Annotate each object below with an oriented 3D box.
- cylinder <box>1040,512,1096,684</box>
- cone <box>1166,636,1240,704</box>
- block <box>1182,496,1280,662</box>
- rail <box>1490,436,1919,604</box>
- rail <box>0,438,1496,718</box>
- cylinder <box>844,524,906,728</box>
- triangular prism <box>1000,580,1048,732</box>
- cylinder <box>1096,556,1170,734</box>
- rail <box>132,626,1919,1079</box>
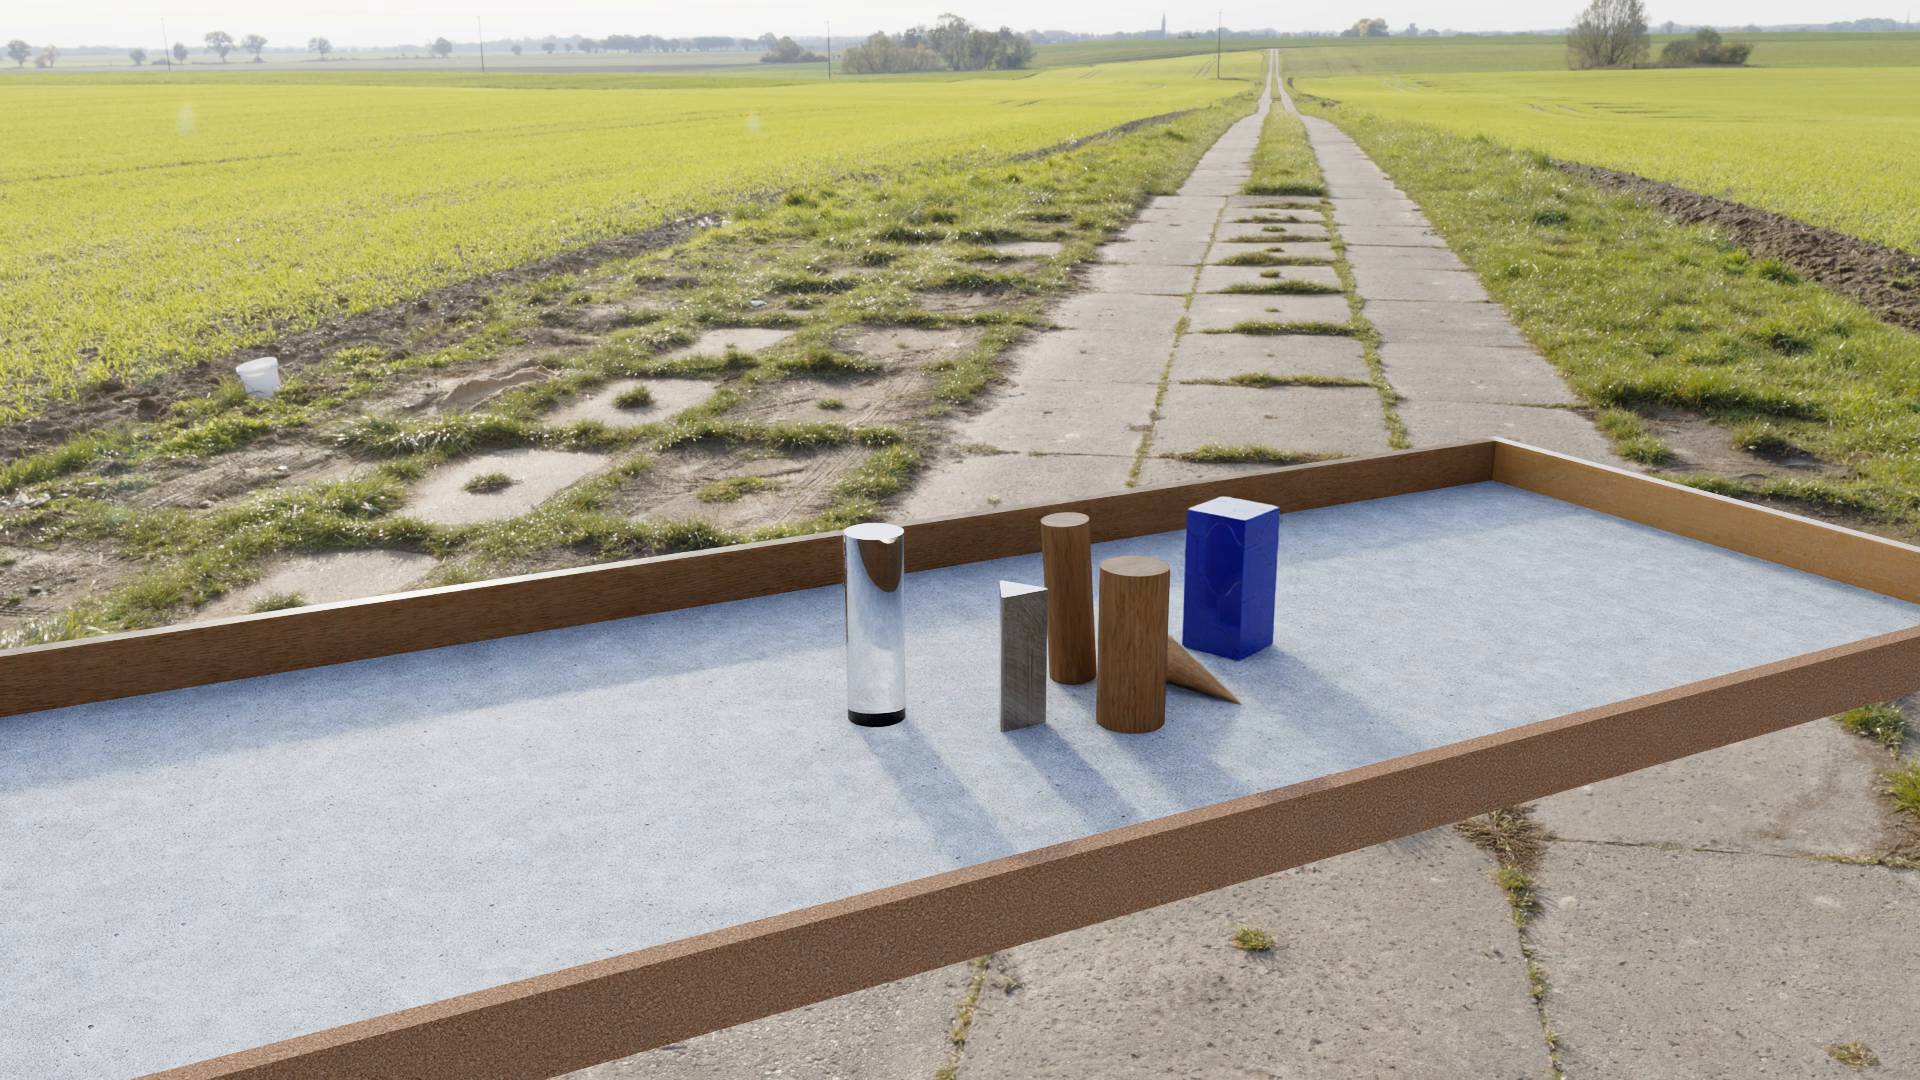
[{"bbox_3d":[0.272,0.146,4.112,0.120,0.413,0.120,-4,18,1],"label":"cylinder"},{"bbox_3d":[0.563,0.330,4.096,0.349,0.154,0.154,30,31,36],"label":"cone"},{"bbox_3d":[0.713,0.099,4.346,0.174,0.379,0.174,13,21,38],"label":"block"},{"bbox_3d":[2.466,-0.048,5.253,0.050,0.150,2.100,-9,18,-27],"label":"rail"},{"bbox_3d":[-3.305,0.497,3.399,12.000,0.150,0.050,-9,18,-27],"label":"rail"},{"bbox_3d":[-0.199,0.199,3.865,0.138,0.458,0.138,0,16,0],"label":"cylinder"},{"bbox_3d":[0.123,0.267,3.861,0.123,0.330,0.106,-10,19,-29],"label":"triangular prism"},{"bbox_3d":[0.403,0.243,3.848,0.162,0.383,0.162,0,16,0],"label":"cylinder"},{"bbox_3d":[-2.336,1.006,1.665,12.000,0.150,0.050,-9,18,-27],"label":"rail"}]
